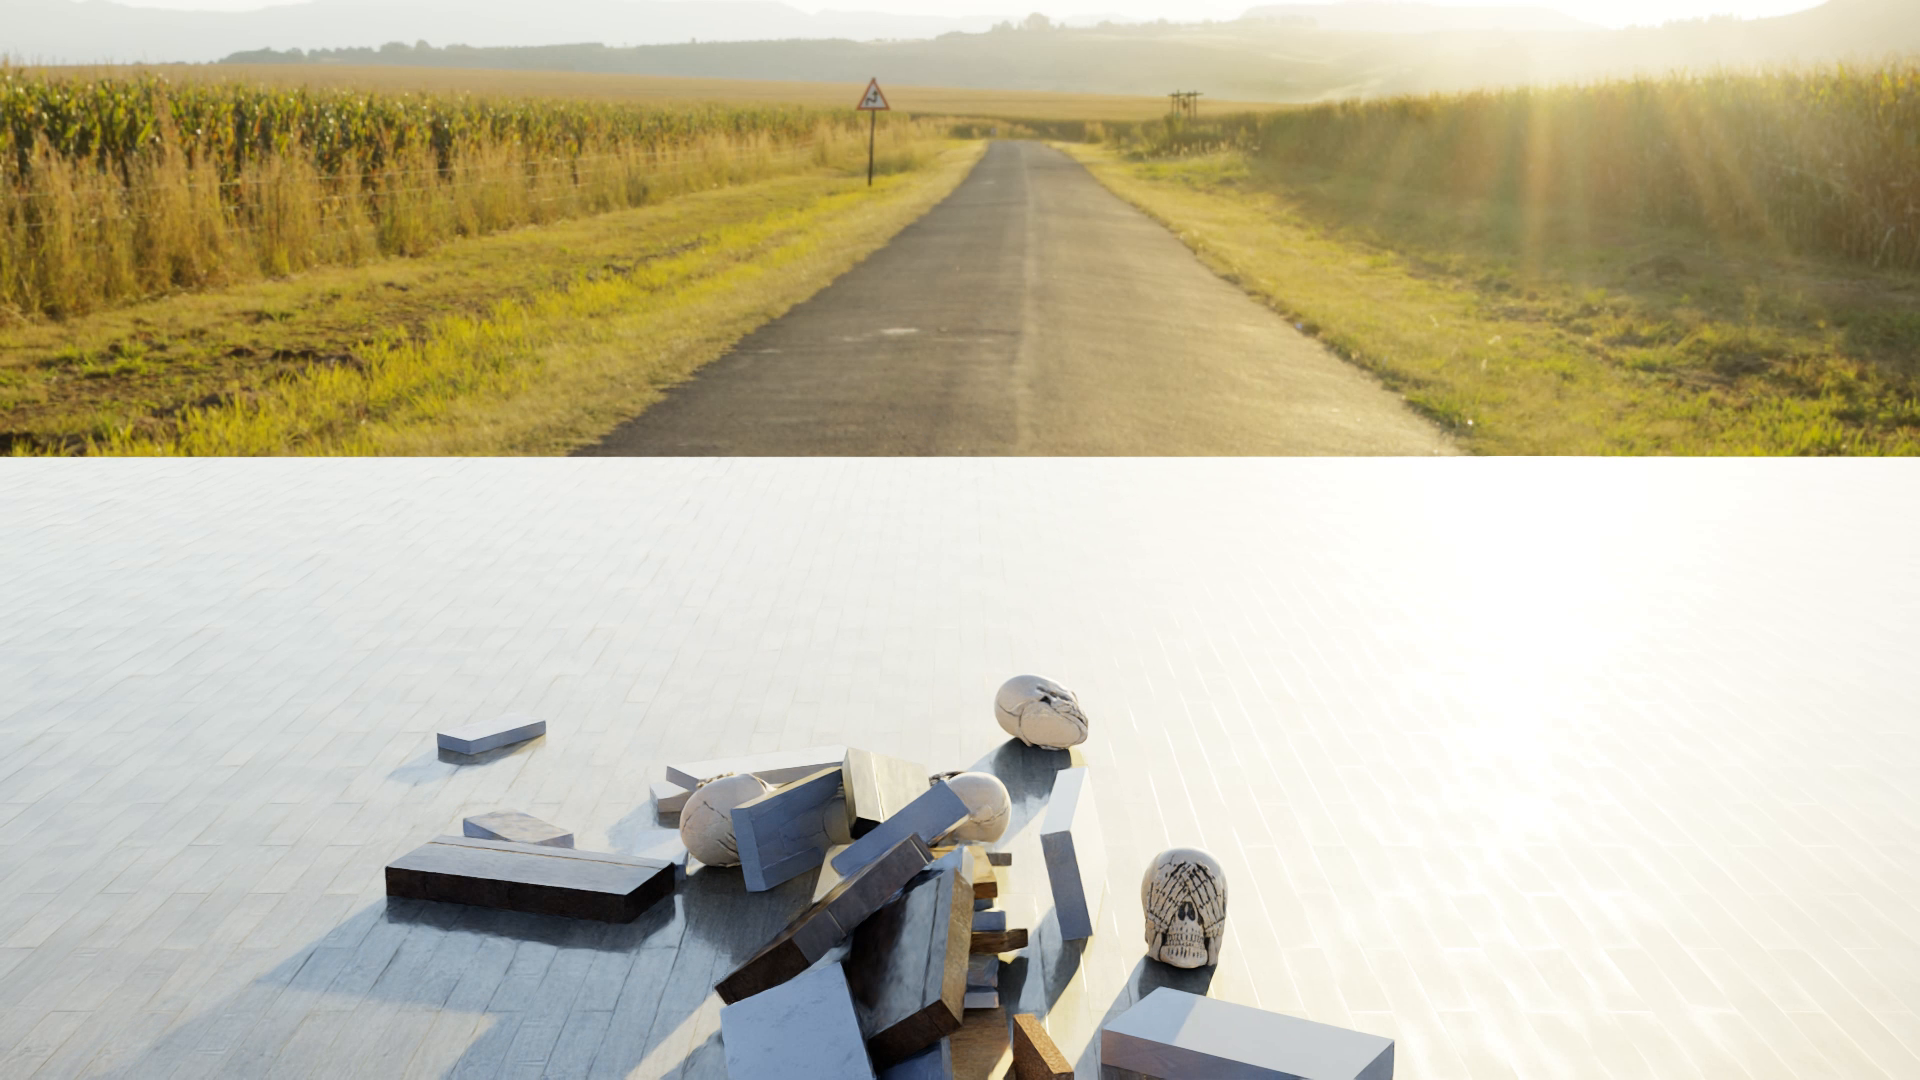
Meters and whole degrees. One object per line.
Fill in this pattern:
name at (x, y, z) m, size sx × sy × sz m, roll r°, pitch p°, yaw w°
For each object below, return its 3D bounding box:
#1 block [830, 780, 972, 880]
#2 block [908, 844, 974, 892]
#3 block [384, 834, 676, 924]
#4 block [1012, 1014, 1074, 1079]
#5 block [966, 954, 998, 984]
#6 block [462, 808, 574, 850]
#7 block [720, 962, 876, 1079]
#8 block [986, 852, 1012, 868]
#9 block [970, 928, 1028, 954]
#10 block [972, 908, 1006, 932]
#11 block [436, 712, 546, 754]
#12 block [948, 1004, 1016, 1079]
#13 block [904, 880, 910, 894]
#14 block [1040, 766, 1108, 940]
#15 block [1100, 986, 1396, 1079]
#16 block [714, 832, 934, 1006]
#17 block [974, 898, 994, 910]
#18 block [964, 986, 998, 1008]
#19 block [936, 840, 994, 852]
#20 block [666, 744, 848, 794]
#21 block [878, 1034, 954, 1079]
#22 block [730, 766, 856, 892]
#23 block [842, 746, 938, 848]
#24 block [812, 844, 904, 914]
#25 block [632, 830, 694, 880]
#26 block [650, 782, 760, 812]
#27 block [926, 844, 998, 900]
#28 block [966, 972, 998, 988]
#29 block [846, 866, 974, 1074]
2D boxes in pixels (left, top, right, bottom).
block at (-0.096, 0.485, 3.575) m, size 0.234 × 0.021 × 0.074 m, roll -34°, pitch 63°, yaw -22°
block at (-0.031, 0.539, 3.298) m, size 0.099 × 0.028 × 0.199 m, roll -32°, pitch 17°, yaw 14°
block at (-0.717, 0.564, 3.672) m, size 0.444 × 0.050 × 0.176 m, roll 3°, pitch 11°, yaw 18°
block at (0.107, 0.695, 2.845) m, size 0.027 × 0.095 × 0.190 m, roll -3°, pitch 11°, yaw -14°
block at (0.009, 0.615, 3.157) m, size 0.073 × 0.021 × 0.146 m, roll -1°, pitch -2°, yaw 9°
block at (-0.792, 0.525, 3.937) m, size 0.103 × 0.029 × 0.205 m, roll -9°, pitch 14°, yaw -41°
block at (-0.210, 0.676, 2.856) m, size 0.177 × 0.050 × 0.354 m, roll -21°, pitch 17°, yaw -4°
block at (0.026, 0.541, 3.705) m, size 0.080 × 0.023 × 0.159 m, roll 2°, pitch -11°, yaw -16°
block at (0.036, 0.605, 3.322) m, size 0.099 × 0.028 × 0.199 m, roll -3°, pitch -8°, yaw 12°
block at (0.009, 0.590, 3.431) m, size 0.099 × 0.028 × 0.199 m, roll -1°, pitch -7°, yaw -7°
block at (-0.977, 0.403, 4.594) m, size 0.103 × 0.029 × 0.205 m, roll 8°, pitch 13°, yaw 37°
block at (0.016, 0.711, 2.931) m, size 0.111 × 0.031 × 0.388 m, roll 0°, pitch 11°, yaw -3°
block at (-0.077, 0.556, 3.634) m, size 0.023 × 0.080 × 0.159 m, roll 0°, pitch 11°, yaw 1°
block at (0.189, 0.508, 3.609) m, size 0.050 × 0.176 × 0.353 m, roll -11°, pitch 9°, yaw 9°
block at (0.389, 0.693, 2.980) m, size 0.353 × 0.050 × 0.176 m, roll 7°, pitch 12°, yaw 31°
block at (-0.196, 0.566, 3.268) m, size 0.177 × 0.050 × 0.365 m, roll -37°, pitch -3°, yaw 33°
block at (0.001, 0.573, 3.521) m, size 0.095 × 0.027 × 0.189 m, roll -2°, pitch -7°, yaw -2°
block at (0.013, 0.654, 3.151) m, size 0.073 × 0.021 × 0.146 m, roll -1°, pitch -7°, yaw -4°
block at (0.002, 0.527, 3.753) m, size 0.080 × 0.023 × 0.159 m, roll -3°, pitch -10°, yaw 14°
block at (-0.365, 0.443, 4.260) m, size 0.425 × 0.029 × 0.103 m, roll -2°, pitch 12°, yaw -43°
block at (-0.058, 0.700, 2.883) m, size 0.095 × 0.027 × 0.190 m, roll -30°, pitch 10°, yaw 3°
block at (-0.278, 0.494, 3.782) m, size 0.040 × 0.143 × 0.285 m, roll -10°, pitch 4°, yaw 33°
block at (-0.120, 0.443, 3.746) m, size 0.143 × 0.040 × 0.289 m, roll 14°, pitch 16°, yaw -10°
block at (-0.160, 0.572, 3.654) m, size 0.143 × 0.040 × 0.285 m, roll 0°, pitch 11°, yaw 2°
block at (-0.518, 0.547, 3.827) m, size 0.096 × 0.027 × 0.193 m, roll 0°, pitch 11°, yaw -3°
block at (-0.486, 0.482, 4.176) m, size 0.193 × 0.027 × 0.096 m, roll -3°, pitch 11°, yaw -17°
block at (0.001, 0.526, 3.482) m, size 0.095 × 0.027 × 0.189 m, roll -2°, pitch 10°, yaw -6°
block at (0.013, 0.640, 3.257) m, size 0.073 × 0.021 × 0.146 m, roll -1°, pitch -2°, yaw -4°
block at (-0.075, 0.601, 3.063) m, size 0.177 × 0.050 × 0.354 m, roll -32°, pitch 16°, yaw 14°
